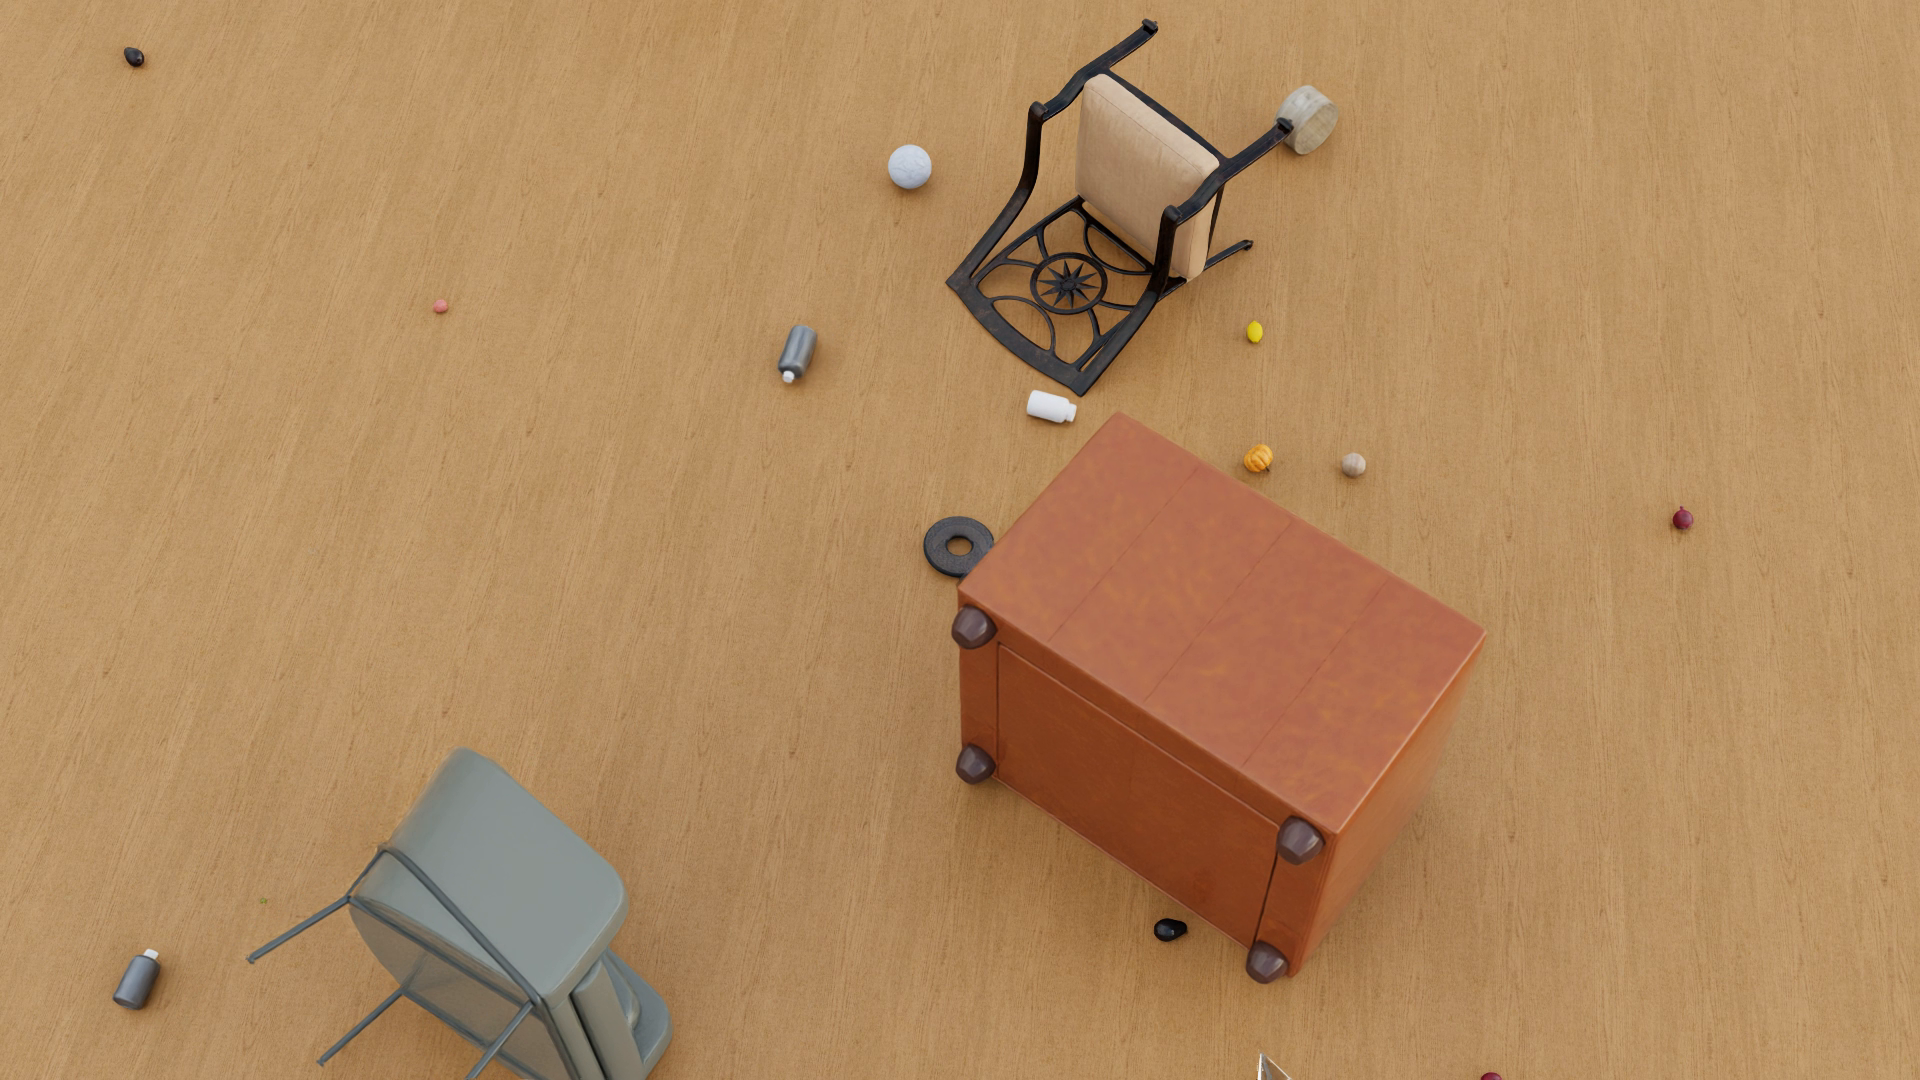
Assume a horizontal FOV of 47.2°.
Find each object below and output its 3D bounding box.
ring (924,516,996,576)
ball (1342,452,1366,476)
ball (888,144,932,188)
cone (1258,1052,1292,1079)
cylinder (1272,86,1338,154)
[{"bbox_3d":[-0.002,0.019,6.532,0.212,0.048,0.219,-37,63,-23],"label":"ring"},{"bbox_3d":[1.195,-0.229,6.683,0.074,0.074,0.074,0,56,0],"label":"ball"},{"bbox_3d":[-0.167,-1.242,7.320,0.146,0.146,0.146,0,56,0],"label":"ball"},{"bbox_3d":[0.795,1.370,5.634,0.134,0.073,0.146,-12,43,-6],"label":"cone"},{"bbox_3d":[1.163,-1.413,7.398,0.201,0.210,0.109,-48,64,6],"label":"cylinder"}]
